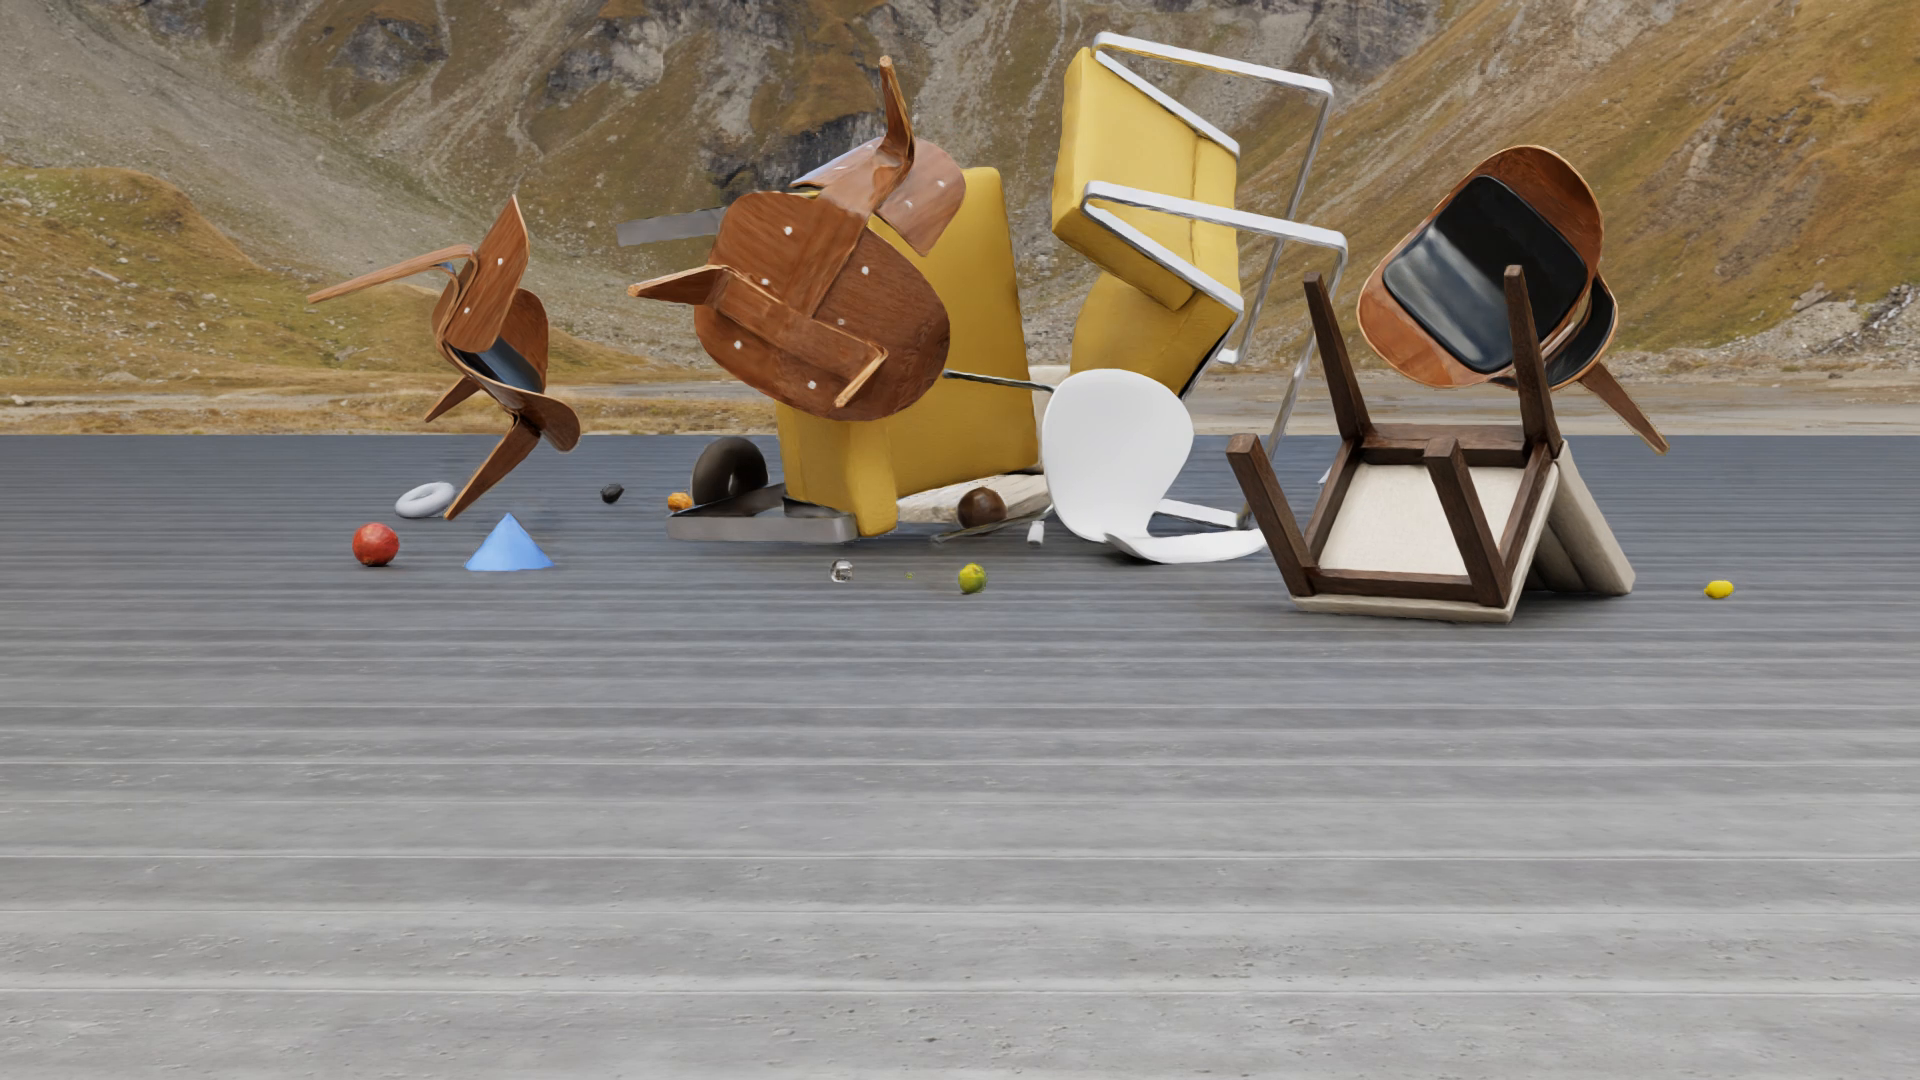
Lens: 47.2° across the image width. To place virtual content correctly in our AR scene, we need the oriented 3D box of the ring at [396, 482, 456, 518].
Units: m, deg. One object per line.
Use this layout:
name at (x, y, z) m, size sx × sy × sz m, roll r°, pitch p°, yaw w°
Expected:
ring at (-1.861, -0.138, 7.665) m, size 0.217 × 0.066 × 0.217 m, roll -23°, pitch 24°, yaw -16°

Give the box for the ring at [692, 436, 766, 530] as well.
ring at (-0.735, -0.182, 7.037) m, size 0.114 × 0.301 × 0.347 m, roll 10°, pitch 1°, yaw 26°

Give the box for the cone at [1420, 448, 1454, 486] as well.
cone at (1.317, -0.188, 6.042) m, size 0.094 × 0.093 × 0.120 m, roll -2°, pitch -18°, yaw -9°

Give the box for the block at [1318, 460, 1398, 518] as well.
block at (1.395, -0.175, 7.708) m, size 0.121 × 0.170 × 0.195 m, roll -48°, pitch 26°, yaw -18°

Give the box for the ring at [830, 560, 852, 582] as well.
ring at (-0.275, 0.072, 5.114) m, size 0.039 × 0.055 × 0.049 m, roll 9°, pitch 21°, yaw -28°

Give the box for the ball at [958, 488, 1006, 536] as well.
ball at (0.066, -0.086, 6.726) m, size 0.149 × 0.149 × 0.149 m, roll 0°, pitch 4°, yaw 0°

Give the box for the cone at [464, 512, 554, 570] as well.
cone at (-1.140, -0.002, 5.555) m, size 0.193 × 0.140 × 0.257 m, roll 2°, pitch 5°, yaw 32°
